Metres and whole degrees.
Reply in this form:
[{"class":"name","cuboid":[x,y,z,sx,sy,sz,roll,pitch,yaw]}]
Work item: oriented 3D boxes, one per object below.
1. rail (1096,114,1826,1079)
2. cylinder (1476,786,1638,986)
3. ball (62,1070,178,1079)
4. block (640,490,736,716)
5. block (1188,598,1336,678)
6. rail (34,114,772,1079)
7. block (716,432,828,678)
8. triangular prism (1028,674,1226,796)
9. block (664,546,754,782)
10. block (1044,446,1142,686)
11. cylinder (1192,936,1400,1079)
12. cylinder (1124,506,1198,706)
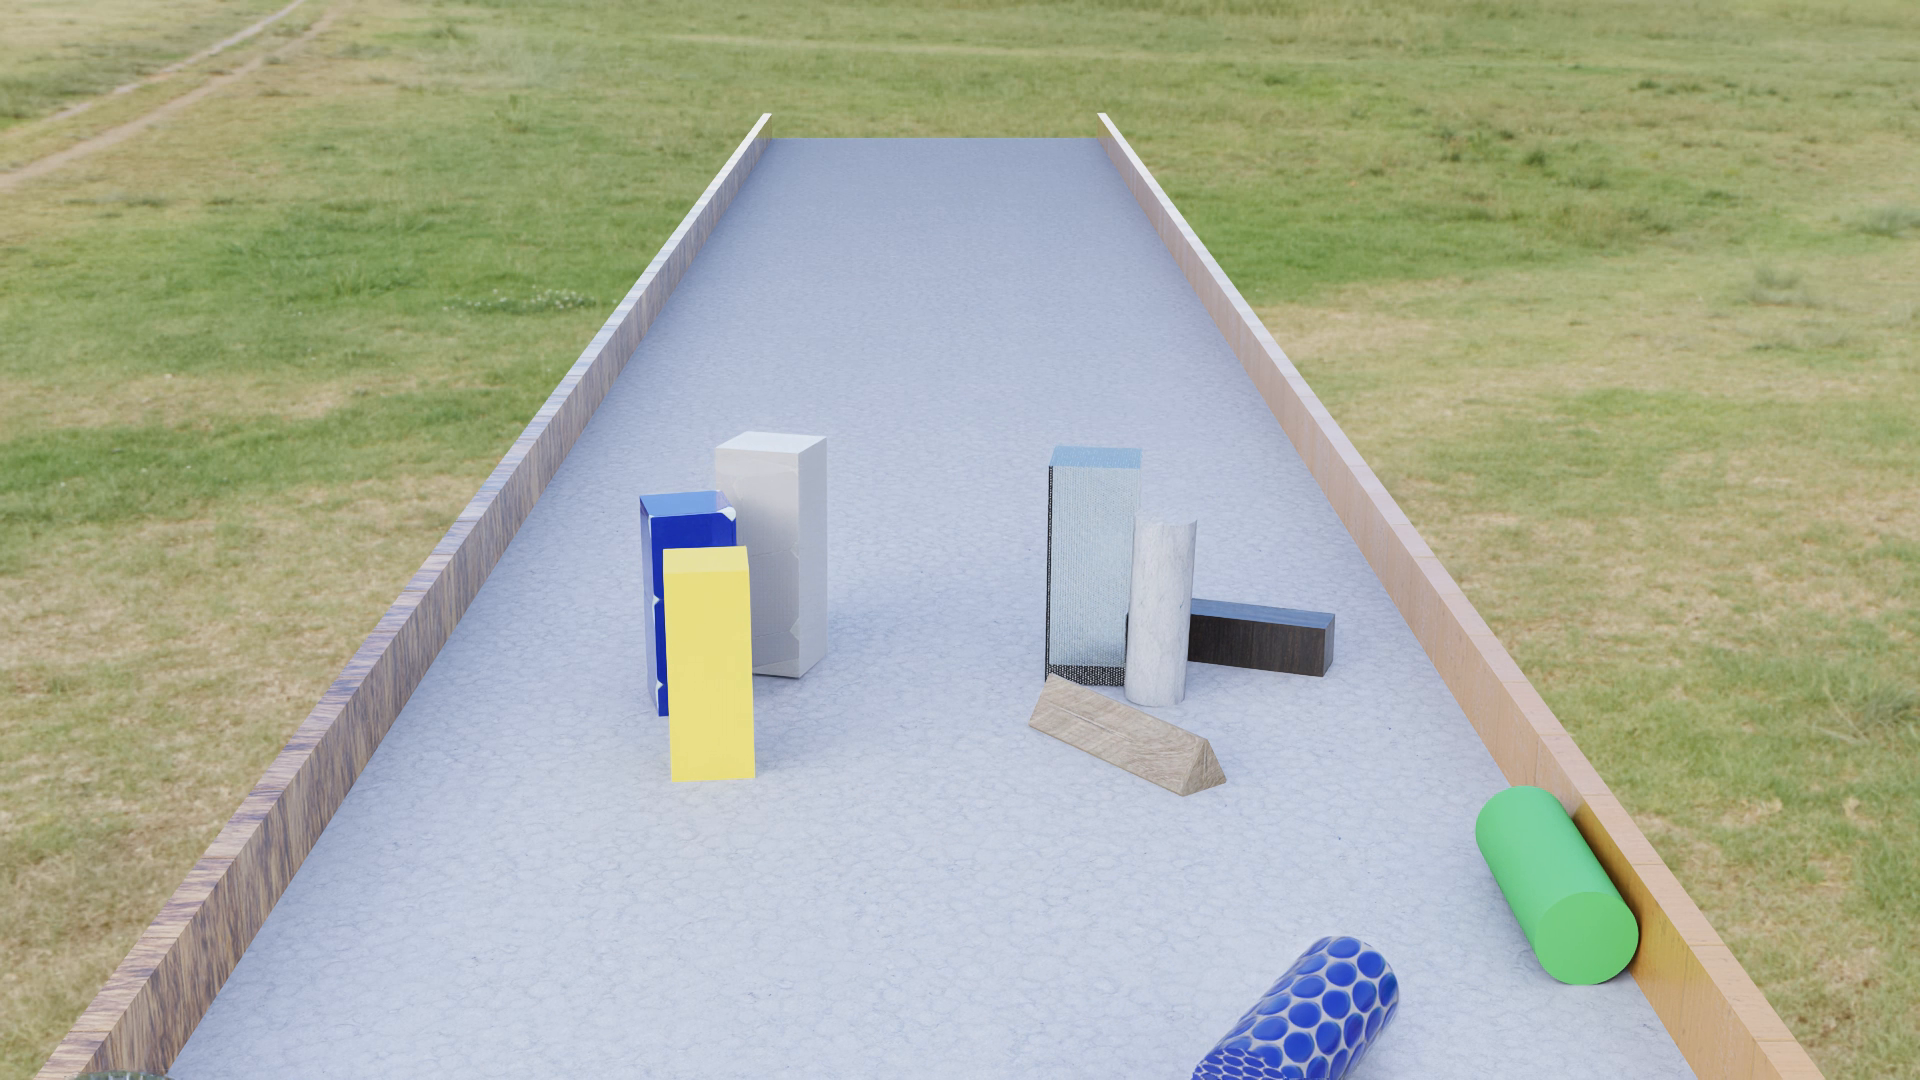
[{"class":"rail","cuboid":[0.932,-0.844,7.801,0.050,0.150,12.000,0,17,-1]},{"class":"cylinder","cuboid":[0.880,0.506,3.269,0.146,0.146,0.377,0,17,0]},{"class":"ball","cuboid":[-0.855,0.714,2.198,0.358,0.358,0.358,0,17,0]},{"class":"block","cuboid":[-0.509,0.118,4.151,0.157,0.388,0.157,-4,17,-15]},{"class":"block","cuboid":[0.542,0.188,4.417,0.403,0.100,0.100,6,18,19]},{"class":"rail","cuboid":[-1.118,-0.838,7.780,0.050,0.150,12.000,0,17,-1]},{"class":"block","cuboid":[-0.370,0.026,4.343,0.169,0.447,0.169,5,15,15]},{"class":"triangular prism","cuboid":[0.294,0.337,3.926,0.105,0.091,0.415,-12,21,-36]},{"class":"block","cuboid":[-0.438,0.216,3.837,0.144,0.379,0.144,-2,17,-7]},{"class":"block","cuboid":[0.262,0.049,4.294,0.172,0.433,0.172,2,15,6]},{"class":"cylinder","cuboid":[0.434,0.642,2.814,0.145,0.145,0.345,10,19,29]},{"class":"cylinder","cuboid":[0.379,0.126,4.160,0.117,0.361,0.117,2,18,-1]}]
